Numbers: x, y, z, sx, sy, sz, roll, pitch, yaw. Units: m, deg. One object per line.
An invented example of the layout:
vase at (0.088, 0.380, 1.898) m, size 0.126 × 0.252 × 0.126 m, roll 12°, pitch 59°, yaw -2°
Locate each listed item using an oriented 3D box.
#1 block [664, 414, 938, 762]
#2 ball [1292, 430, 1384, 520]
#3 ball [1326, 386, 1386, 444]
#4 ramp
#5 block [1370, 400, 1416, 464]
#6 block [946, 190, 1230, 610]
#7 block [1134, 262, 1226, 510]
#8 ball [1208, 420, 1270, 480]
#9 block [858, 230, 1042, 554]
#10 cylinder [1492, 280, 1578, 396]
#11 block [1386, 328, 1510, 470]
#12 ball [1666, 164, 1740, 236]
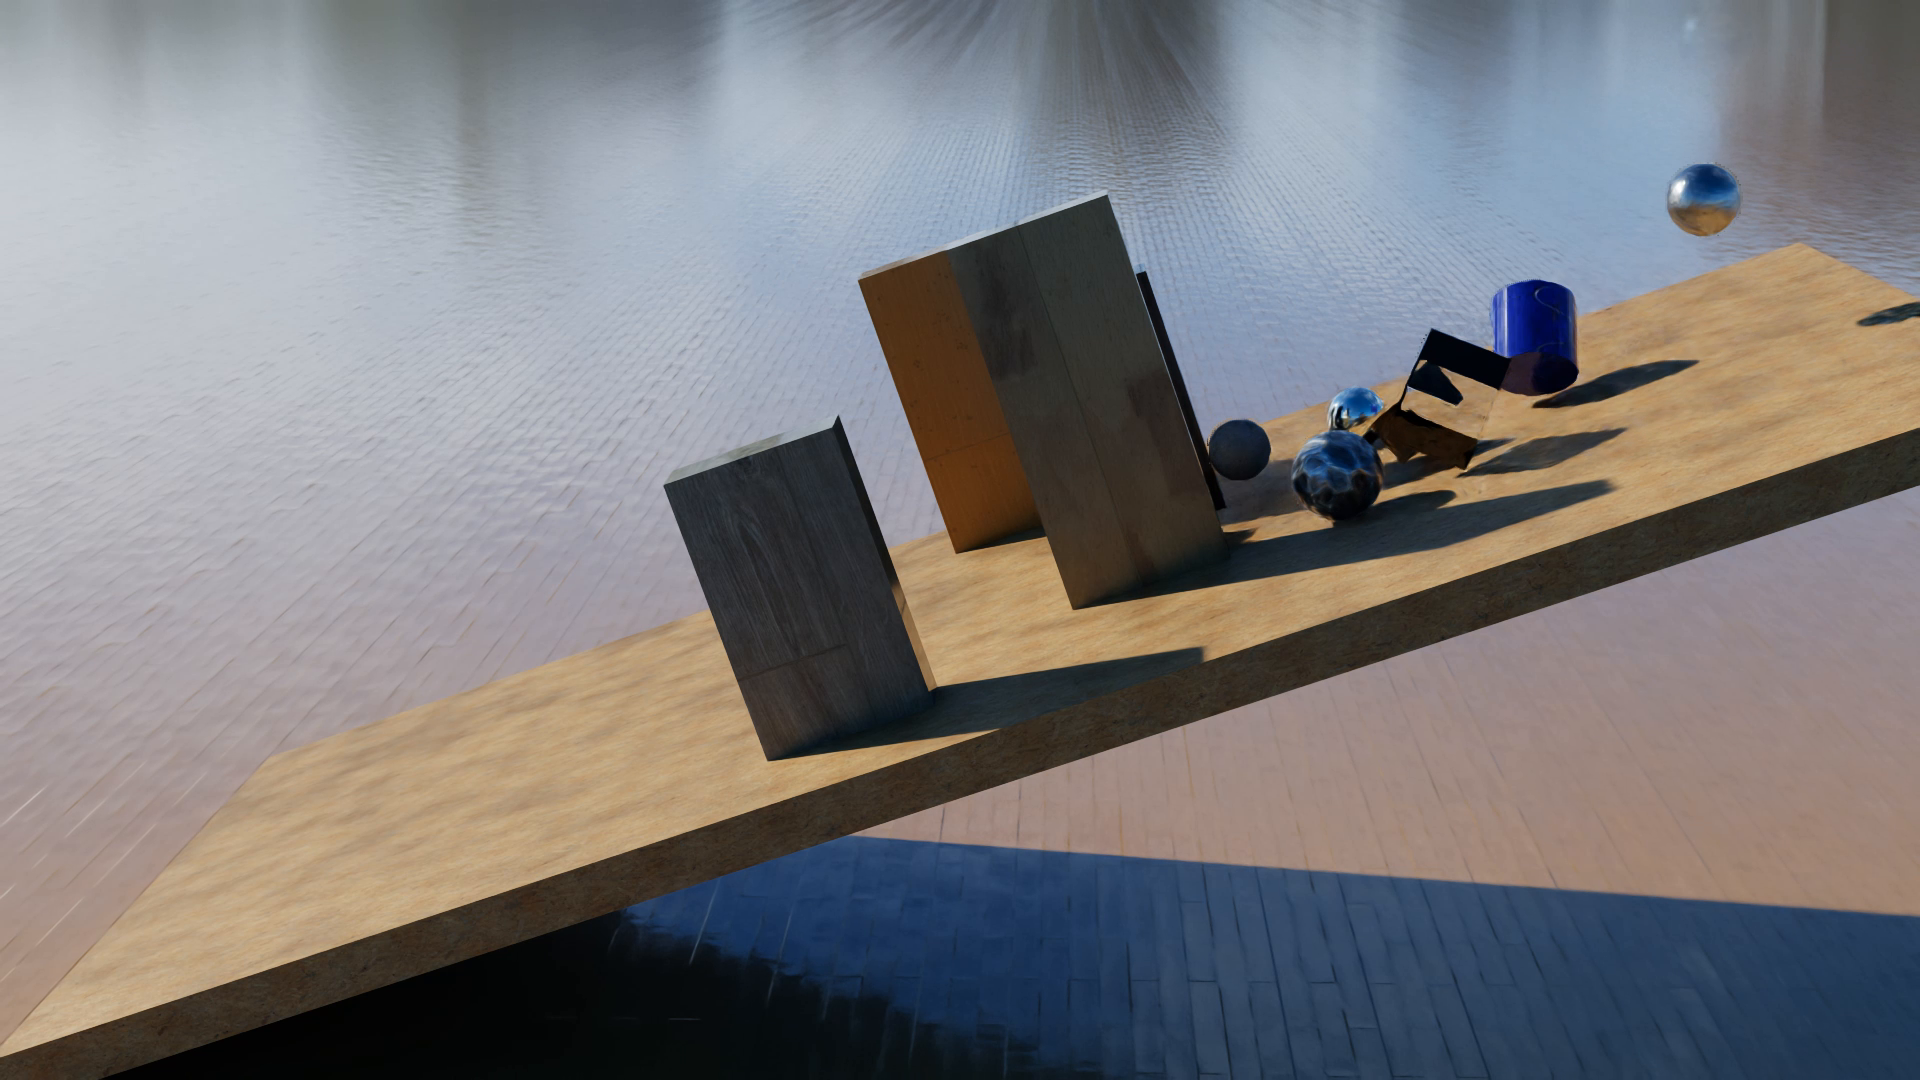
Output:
block at (-0.303, 0.092, 5.669) m, size 0.341 × 0.575 × 0.146 m, roll -19°, pitch 11°, yaw 6°
ball at (0.760, -0.130, 5.927) m, size 0.183 × 0.183 × 0.183 m, roll 0°, pitch 12°, yaw 0°
ball at (0.882, -0.273, 6.534) m, size 0.135 × 0.135 × 0.135 m, roll 0°, pitch 12°, yaw 0°
ramp at (0.110, 0.179, 6.302) m, size 4.000 × 0.100 × 2.000 m, roll -19°, pitch 11°, yaw 6°
block at (0.955, -0.246, 6.208) m, size 0.107 × 0.107 × 0.107 m, roll -38°, pitch -5°, yaw -18°
block at (0.263, -0.282, 5.964) m, size 0.339 × 0.779 × 0.114 m, roll -19°, pitch 11°, yaw 6°
block at (0.368, -0.298, 6.460) m, size 0.266 × 0.550 × 0.144 m, roll -19°, pitch 11°, yaw 6°
ball at (0.610, -0.197, 6.419) m, size 0.135 × 0.135 × 0.135 m, roll 0°, pitch 12°, yaw 0°
block at (0.027, -0.349, 6.940) m, size 0.315 × 0.688 × 0.134 m, roll -19°, pitch 11°, yaw 6°
cylinder at (1.240, -0.435, 6.347) m, size 0.180 × 0.180 × 0.180 m, roll 3°, pitch -28°, yaw 2°
block at (0.994, -0.286, 5.984) m, size 0.172 × 0.172 × 0.172 m, roll 22°, pitch 54°, yaw 9°
ball at (1.555, -0.712, 6.152) m, size 0.150 × 0.150 × 0.150 m, roll 0°, pitch 12°, yaw 0°
